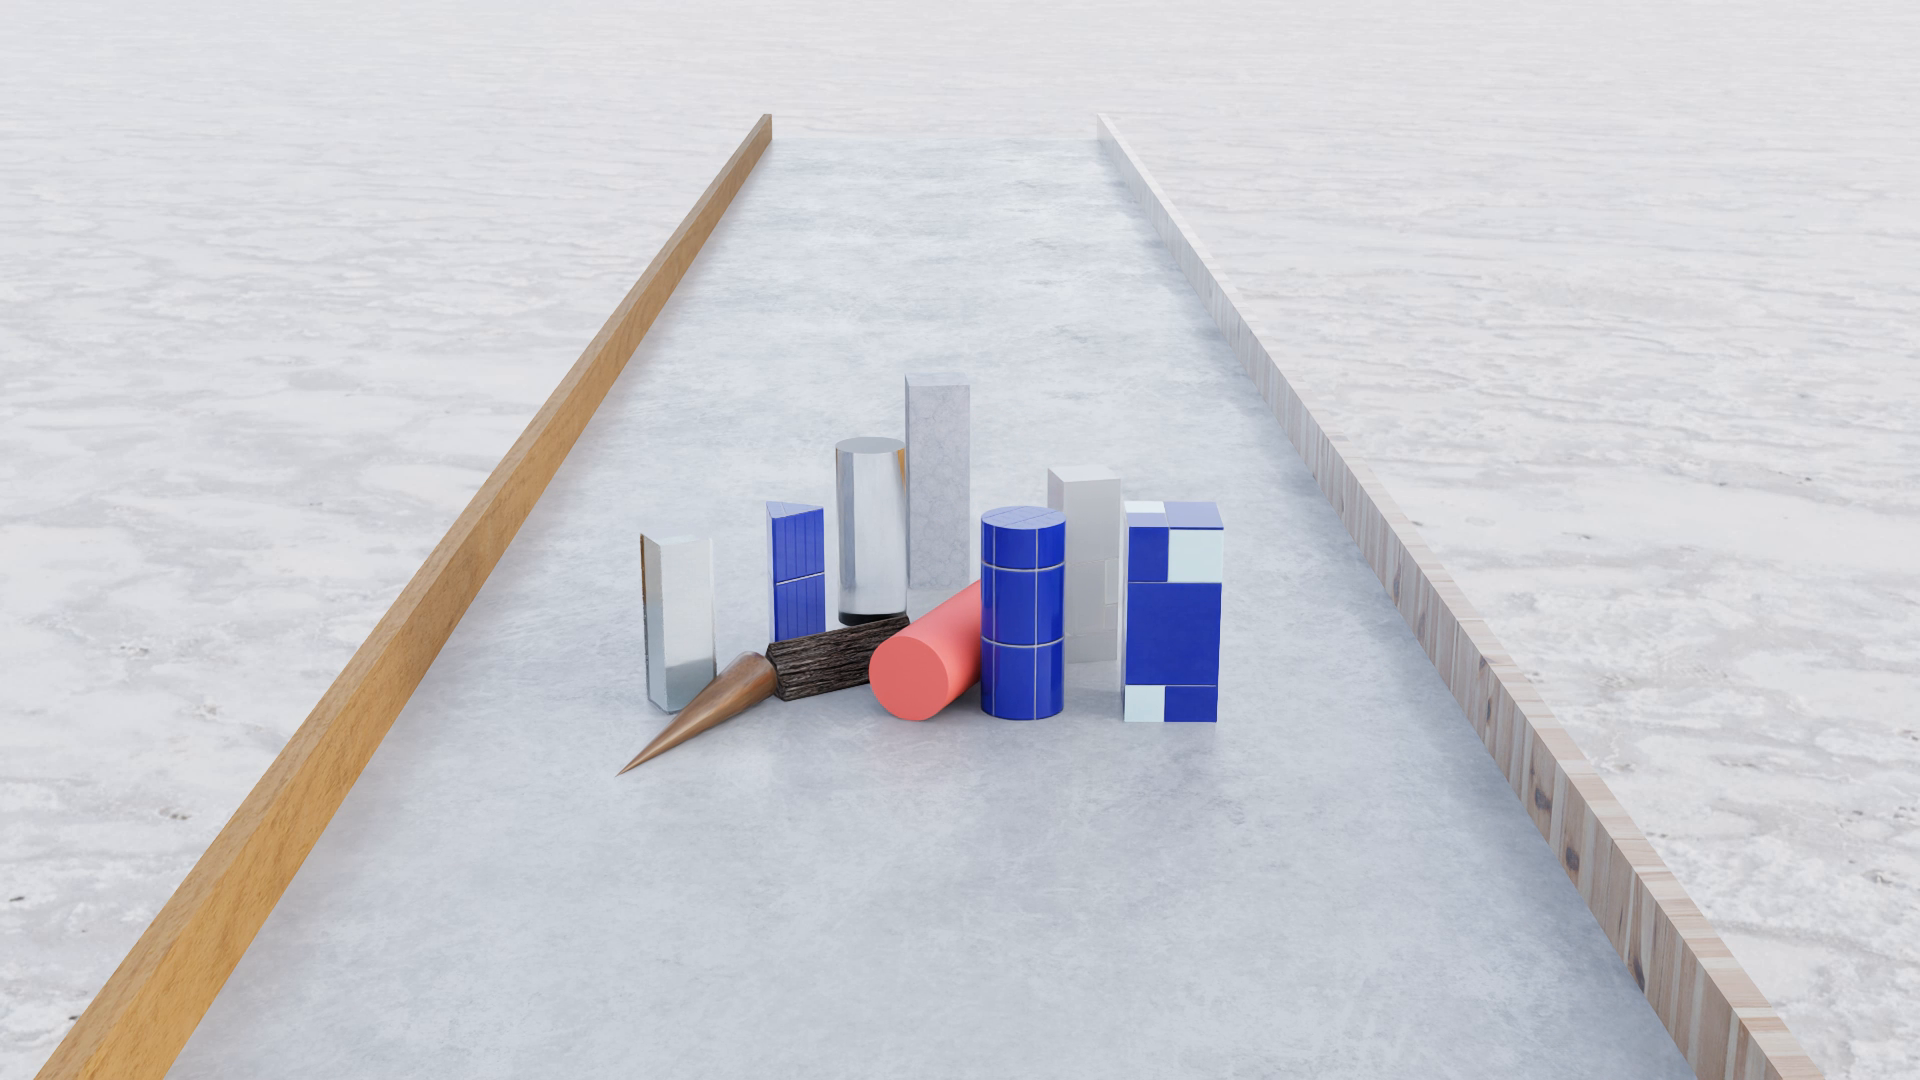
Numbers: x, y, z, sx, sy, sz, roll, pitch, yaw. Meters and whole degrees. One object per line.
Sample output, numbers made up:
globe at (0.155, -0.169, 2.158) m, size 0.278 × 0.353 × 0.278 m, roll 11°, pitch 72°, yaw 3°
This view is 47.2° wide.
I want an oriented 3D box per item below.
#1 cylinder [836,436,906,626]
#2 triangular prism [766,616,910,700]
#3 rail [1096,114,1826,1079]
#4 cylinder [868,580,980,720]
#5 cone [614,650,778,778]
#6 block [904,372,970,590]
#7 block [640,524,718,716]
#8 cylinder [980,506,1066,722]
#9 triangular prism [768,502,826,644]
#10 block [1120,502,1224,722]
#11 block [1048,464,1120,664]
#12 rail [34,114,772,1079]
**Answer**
cylinder at (-0.186, -0.016, 4.617) m, size 0.147 × 0.378 × 0.147 m, roll 0°, pitch 17°, yaw 0°
triangular prism at (-0.234, 0.221, 4.299) m, size 0.311 × 0.099 × 0.114 m, roll -11°, pitch 19°, yaw -32°
rail at (0.932, -0.844, 7.801) m, size 0.050 × 0.150 × 12.000 m, roll 0°, pitch 17°, yaw -1°
cylinder at (-0.002, 0.200, 4.265) m, size 0.165 × 0.165 × 0.441 m, roll 8°, pitch 18°, yaw 24°
cone at (-0.497, 0.336, 4.009) m, size 0.101 × 0.101 × 0.442 m, roll 9°, pitch 25°, yaw 28°
block at (-0.050, -0.131, 4.861) m, size 0.132 × 0.460 × 0.132 m, roll -2°, pitch 17°, yaw -5°
block at (-0.529, 0.150, 4.139) m, size 0.103 × 0.332 × 0.103 m, roll -9°, pitch 19°, yaw -28°
cylinder at (0.118, 0.137, 4.114) m, size 0.158 × 0.372 × 0.158 m, roll 0°, pitch 16°, yaw 0°
triangular prism at (-0.352, 0.082, 4.410) m, size 0.123 × 0.309 × 0.107 m, roll -14°, pitch 21°, yaw -38°
block at (0.394, 0.133, 4.118) m, size 0.172 × 0.378 × 0.172 m, roll 0°, pitch 17°, yaw 1°
block at (0.245, 0.048, 4.403) m, size 0.116 × 0.377 × 0.116 m, roll -4°, pitch 17°, yaw -13°
rail at (-1.118, -0.838, 7.780) m, size 0.050 × 0.150 × 12.000 m, roll 0°, pitch 17°, yaw -1°
